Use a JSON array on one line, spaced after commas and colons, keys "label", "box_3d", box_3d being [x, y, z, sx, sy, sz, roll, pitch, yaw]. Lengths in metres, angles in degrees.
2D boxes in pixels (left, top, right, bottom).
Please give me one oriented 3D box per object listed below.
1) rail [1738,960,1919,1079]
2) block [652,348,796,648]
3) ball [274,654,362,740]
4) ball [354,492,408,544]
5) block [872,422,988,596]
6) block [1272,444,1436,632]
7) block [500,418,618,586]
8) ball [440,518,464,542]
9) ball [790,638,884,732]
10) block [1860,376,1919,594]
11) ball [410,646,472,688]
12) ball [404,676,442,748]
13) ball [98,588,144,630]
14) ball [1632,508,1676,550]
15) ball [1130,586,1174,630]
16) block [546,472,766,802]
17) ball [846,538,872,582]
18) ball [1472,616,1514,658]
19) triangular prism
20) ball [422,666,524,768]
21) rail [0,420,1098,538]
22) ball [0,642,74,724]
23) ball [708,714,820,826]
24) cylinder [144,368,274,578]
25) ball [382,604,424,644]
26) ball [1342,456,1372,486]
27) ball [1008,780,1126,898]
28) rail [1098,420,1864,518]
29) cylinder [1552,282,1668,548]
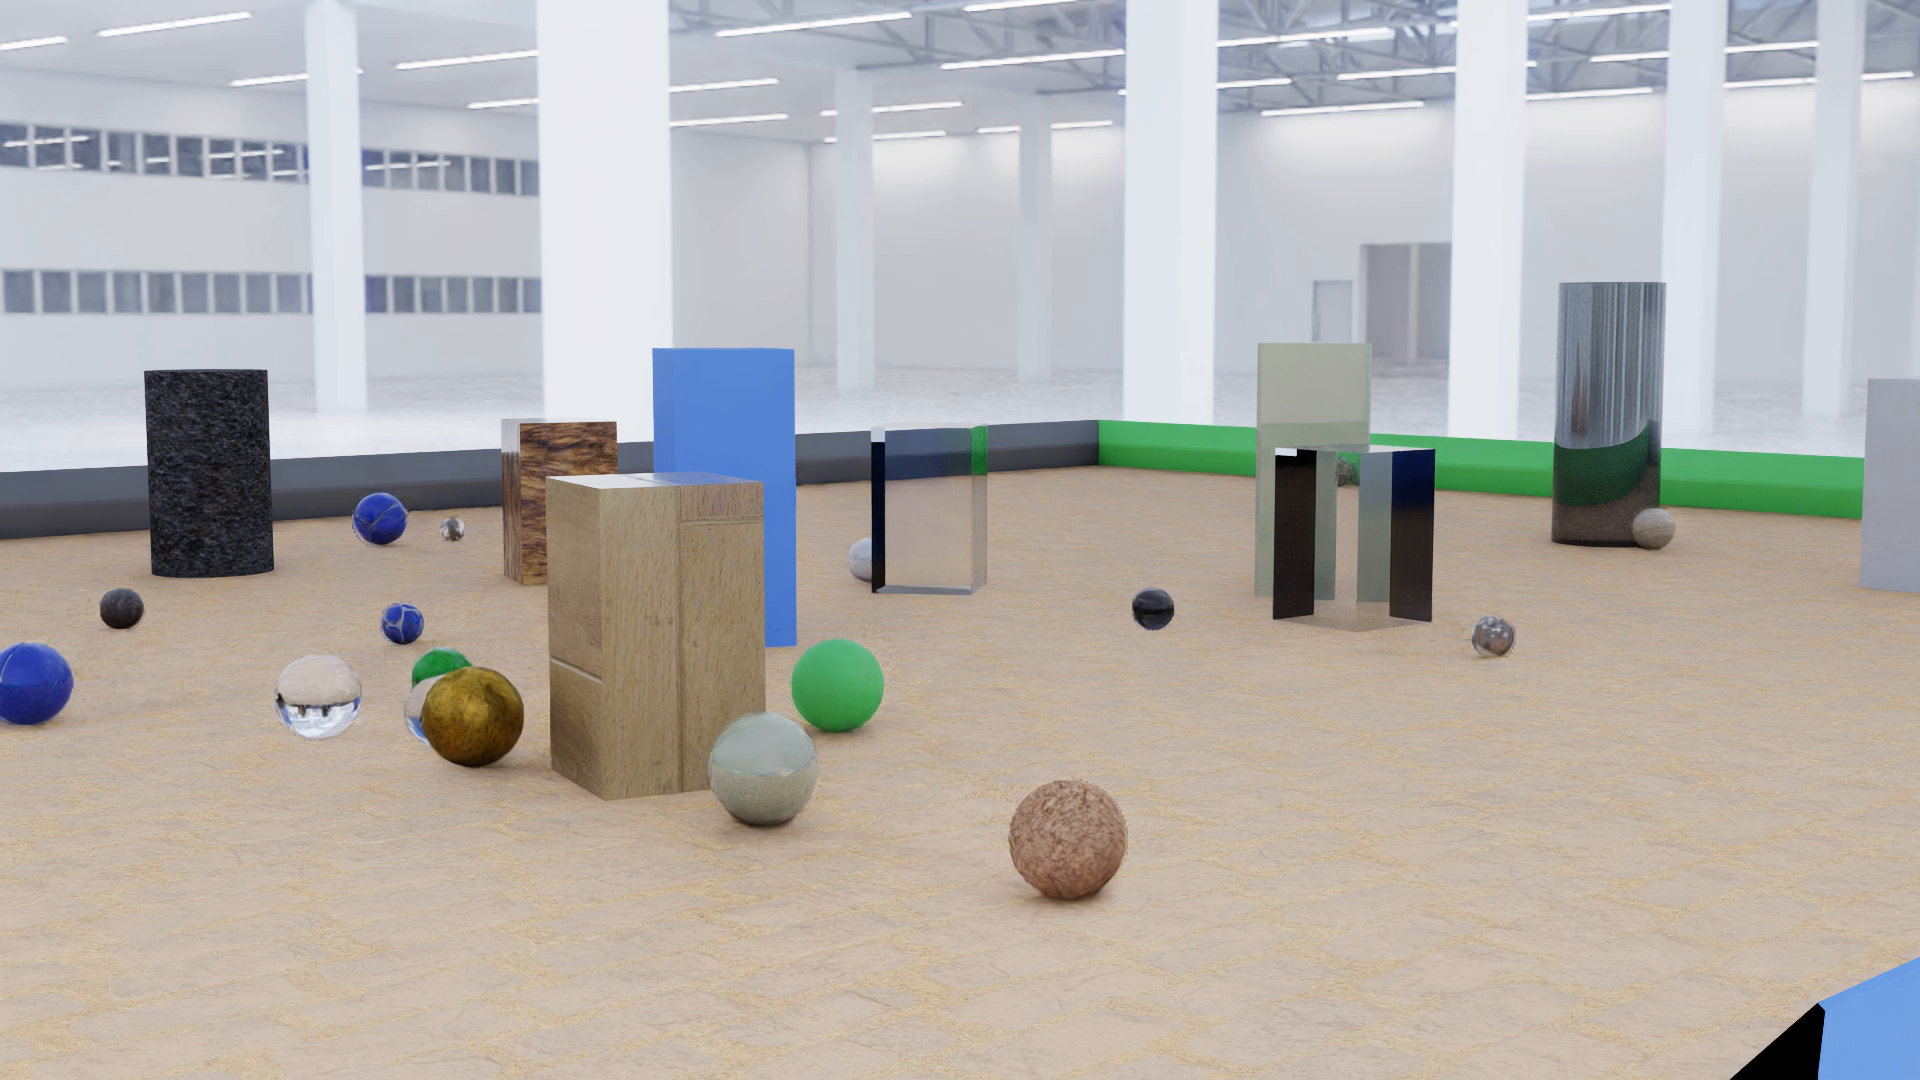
[{"label": "rail", "box_3d": [1.330, 0.183, 1.898, 4.757, 0.129, 0.045, -5, 8, -42]}, {"label": "block", "box_3d": [-0.319, -0.060, 2.964, 0.159, 0.394, 0.159, -2, 6, -18]}, {"label": "ball", "box_3d": [-0.669, 0.163, 2.293, 0.089, 0.089, 0.089, 0, 6, 0]}, {"label": "ball", "box_3d": [-1.107, -0.041, 4.200, 0.100, 0.100, 0.100, 0, 6, 0]}, {"label": "block", "box_3d": [-0.047, -0.053, 3.533, 0.159, 0.263, 0.159, 1, 6, 10]}, {"label": "block", "box_3d": [0.565, -0.007, 3.156, 0.159, 0.249, 0.159, -5, 8, -38]}, {"label": "block", "box_3d": [-0.667, -0.068, 3.663, 0.159, 0.264, 0.159, -2, 6, -22]}, {"label": "ball", "box_3d": [-0.983, -0.020, 4.258, 0.047, 0.047, 0.047, 0, 6, 0]}, {"label": "ball", "box_3d": [-0.130, 0.154, 2.331, 0.099, 0.099, 0.099, 0, 6, 0]}, {"label": "block", "box_3d": [1.567, -0.090, 3.525, 0.159, 0.338, 0.159, -4, 7, -36]}, {"label": "ball", "box_3d": [-0.582, 0.155, 2.472, 0.069, 0.069, 0.069, 0, 6, 0]}, {"label": "ball", "box_3d": [-0.530, 0.175, 2.246, 0.075, 0.075, 0.075, 0, 6, 0]}, {"label": "ball", "box_3d": [-1.175, 0.096, 3.082, 0.059, 0.059, 0.059, 0, 6, 0]}, {"label": "ball", "box_3d": [1.301, -0.022, 4.122, 0.078, 0.078, 0.078, 0, 6, 0]}, {"label": "ball", "box_3d": [0.270, 0.096, 3.076, 0.061, 0.061, 0.061, 0, 6, 0]}, {"label": "block", "box_3d": [-0.291, 0.085, 2.097, 0.159, 0.286, 0.159, -3, 7, -28]}, {"label": "ball", "box_3d": [-0.152, 0.032, 3.637, 0.071, 0.071, 0.071, 0, 6, 0]}, {"label": "ball", "box_3d": [0.686, 0.125, 2.833, 0.054, 0.054, 0.054, 0, 6, 0]}, {"label": "triangular prism", "box_3d": [0.552, -0.116, 3.499, 0.173, 0.395, 0.150, 0, 6, 1]}, {"label": "ball", "box_3d": [-0.477, 0.173, 2.154, 0.099, 0.099, 0.099, 0, 6, 0]}, {"label": "rail", "box_3d": [-1.330, -0.116, 4.766, 4.757, 0.129, 0.045, -5, 8, -42]}, {"label": "ball", "box_3d": [-1.005, 0.155, 2.373, 0.090, 0.090, 0.090, 0, 6, 0]}, {"label": "ball", "box_3d": [-0.171, 0.199, 1.914, 0.097, 0.097, 0.097, 0, 6, 0]}, {"label": "cylinder", "box_3d": [-1.283, -0.118, 3.761, 0.199, 0.344, 0.199, 0, 6, 0]}, {"label": "ball", "box_3d": [-0.746, 0.112, 2.945, 0.055, 0.055, 0.055, 0, 6, 0]}, {"label": "ball", "box_3d": [1.015, -0.176, 5.618, 0.075, 0.075, 0.075, 0, 6, 0]}, {"label": "ball", "box_3d": [0.082, 0.228, 1.673, 0.089, 0.089, 0.089, 0, 6, 0]}, {"label": "rail", "box_3d": [1.731, -0.132, 4.920, 0.045, 0.129, 3.970, -5, 8, -42]}, {"label": "cylinder", "box_3d": [1.246, -0.244, 4.228, 0.199, 0.498, 0.199, 0, 6, 0]}]
